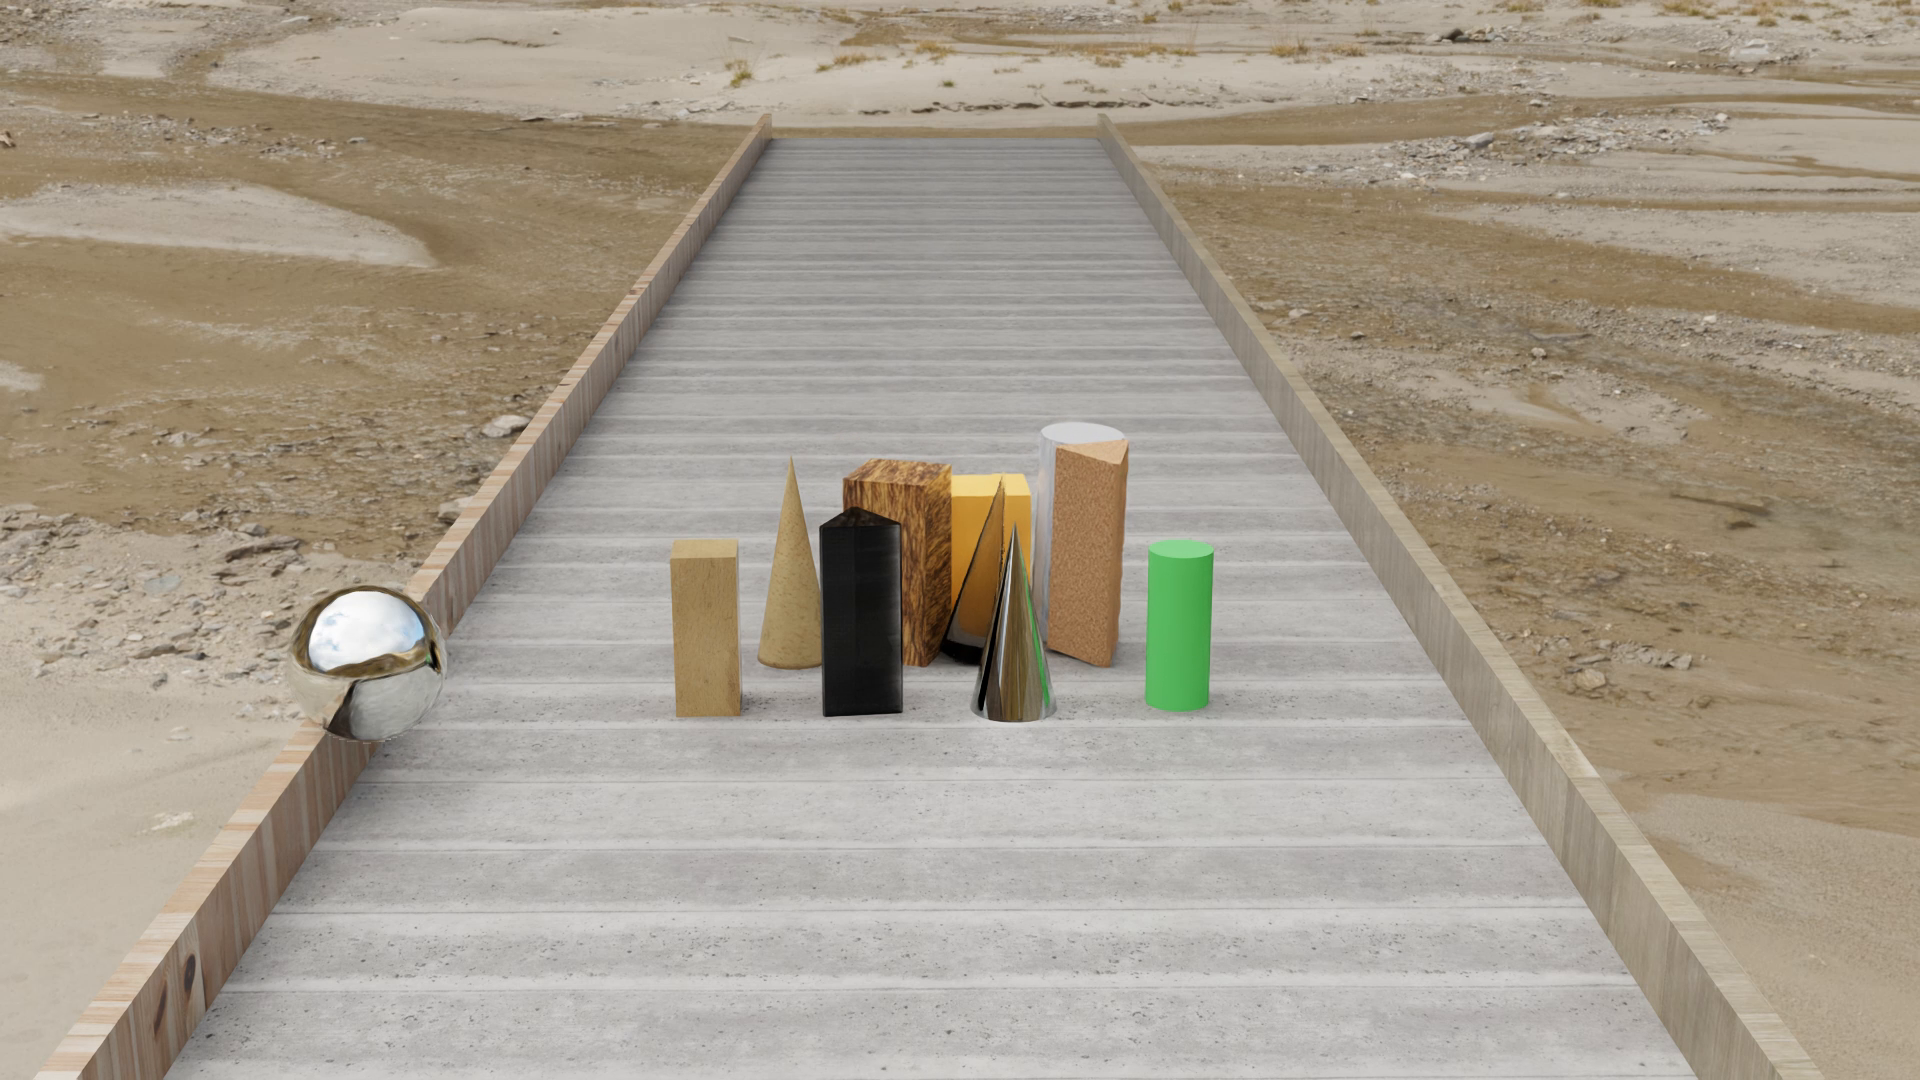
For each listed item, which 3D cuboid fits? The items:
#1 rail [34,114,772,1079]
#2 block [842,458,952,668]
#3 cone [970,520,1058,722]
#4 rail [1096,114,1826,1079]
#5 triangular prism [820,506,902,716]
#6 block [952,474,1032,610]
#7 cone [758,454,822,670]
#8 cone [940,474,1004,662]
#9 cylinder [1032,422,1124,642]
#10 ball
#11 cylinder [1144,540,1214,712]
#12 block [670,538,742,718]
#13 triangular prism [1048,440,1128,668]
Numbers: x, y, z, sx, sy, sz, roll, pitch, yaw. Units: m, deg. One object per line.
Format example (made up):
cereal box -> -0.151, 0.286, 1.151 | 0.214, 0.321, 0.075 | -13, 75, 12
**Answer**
rail -> -1.118, -0.838, 7.780 | 0.050, 0.150, 12.000 | 0, 17, -1
block -> -0.124, 0.044, 4.421 | 0.170, 0.375, 0.170 | 5, 18, 17
cone -> 0.102, 0.139, 4.111 | 0.166, 0.370, 0.166 | 0, 17, 0
rail -> 0.932, -0.844, 7.801 | 0.050, 0.150, 12.000 | 0, 17, -1
triangular prism -> -0.190, 0.132, 4.135 | 0.149, 0.369, 0.129 | -2, 17, -8
block -> 0.055, 0.032, 4.585 | 0.168, 0.304, 0.168 | -1, 17, -4
cone -> -0.332, 0.032, 4.375 | 0.154, 0.424, 0.154 | 0, 17, 0
cone -> 0.054, 0.042, 4.380 | 0.124, 0.386, 0.124 | 10, 15, -3
cylinder -> 0.238, -0.013, 4.505 | 0.168, 0.427, 0.168 | 2, 19, -1
ball -> -0.980, 0.203, 3.635 | 0.257, 0.257, 0.257 | 0, 17, 0
cylinder -> 0.414, 0.161, 4.156 | 0.121, 0.302, 0.121 | 0, 17, 0
block -> -0.474, 0.165, 4.128 | 0.119, 0.311, 0.119 | -1, 17, -3
triangular prism -> 0.284, 0.018, 4.389 | 0.154, 0.428, 0.133 | 18, 27, 37
